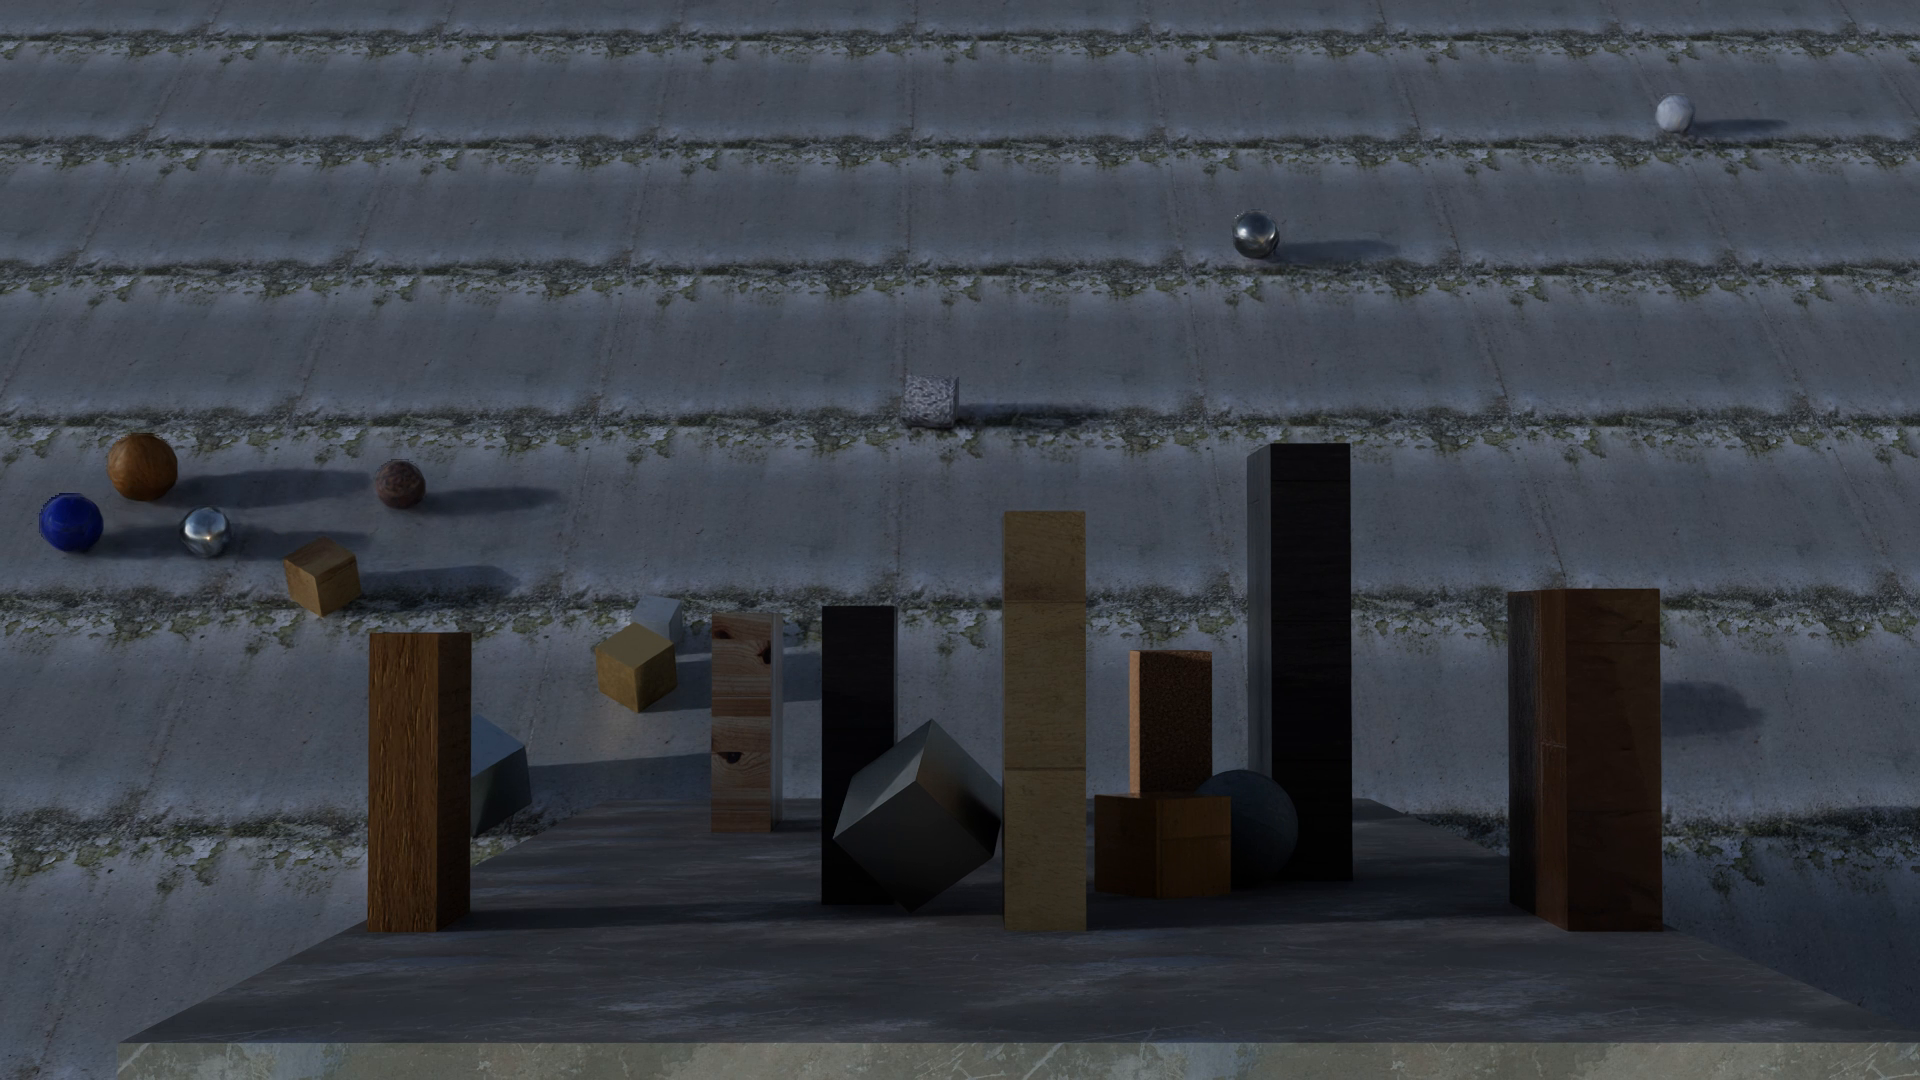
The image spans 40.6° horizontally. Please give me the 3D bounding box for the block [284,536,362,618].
[{"bbox_3d":[-1.881,0.108,7.665,0.149,0.149,0.149,26,43,32],"label":"block"}]

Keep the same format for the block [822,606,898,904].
[{"bbox_3d":[-0.168,0.357,4.392,0.118,0.489,0.272,0,-2,0],"label":"block"}]

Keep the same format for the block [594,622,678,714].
[{"bbox_3d":[-0.910,0.358,7.304,0.156,0.156,0.156,26,43,32],"label":"block"}]

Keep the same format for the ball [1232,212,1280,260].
[{"bbox_3d":[1.066,-1.096,9.355,0.170,0.170,0.170,0,35,0],"label":"ball"}]

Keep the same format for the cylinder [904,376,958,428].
[{"bbox_3d":[-0.094,-0.449,8.444,0.160,0.160,0.160,3,35,4],"label":"cylinder"}]

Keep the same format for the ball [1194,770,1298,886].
[{"bbox_3d":[0.492,0.505,4.562,0.203,0.203,0.203,0,35,0],"label":"ball"}]

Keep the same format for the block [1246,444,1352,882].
[{"bbox_3d":[0.629,0.224,4.839,0.144,0.783,0.380,0,-2,0],"label":"block"}]

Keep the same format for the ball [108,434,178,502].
[{"bbox_3d":[-2.540,-0.222,8.082,0.209,0.209,0.209,0,35,0],"label":"ball"}]

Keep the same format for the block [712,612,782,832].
[{"bbox_3d":[-0.483,0.409,5.921,0.131,0.484,0.387,0,-2,0],"label":"block"}]

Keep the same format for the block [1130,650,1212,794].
[{"bbox_3d":[0.388,0.410,4.805,0.129,0.409,0.293,0,-2,0],"label":"block"}]

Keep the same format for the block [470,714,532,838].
[{"bbox_3d":[-1.284,0.624,6.890,0.197,0.197,0.197,29,44,34],"label":"block"}]

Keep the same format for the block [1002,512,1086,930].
[{"bbox_3d":[0.128,0.274,4.017,0.122,0.628,0.241,0,-2,0],"label":"block"}]

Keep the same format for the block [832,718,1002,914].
[{"bbox_3d":[-0.062,0.438,4.135,0.180,0.180,0.180,-37,17,24],"label":"block"}]

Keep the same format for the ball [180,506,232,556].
[{"bbox_3d":[-2.278,-0.025,7.852,0.152,0.152,0.152,0,35,0],"label":"ball"}]

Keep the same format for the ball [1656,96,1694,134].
[{"bbox_3d":[2.806,-1.671,10.191,0.147,0.147,0.147,0,35,0],"label":"ball"}]

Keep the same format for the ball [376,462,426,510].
[{"bbox_3d":[-1.735,-0.168,8.055,0.152,0.152,0.152,0,35,0],"label":"ball"}]

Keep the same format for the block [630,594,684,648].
[{"bbox_3d":[-0.875,0.245,7.498,0.116,0.116,0.116,8,36,11],"label":"block"}]

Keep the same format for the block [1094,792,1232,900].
[{"bbox_3d":[0.347,0.520,4.448,0.165,0.165,0.165,1,-2,-36],"label":"block"}]

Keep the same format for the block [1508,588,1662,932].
[{"bbox_3d":[0.977,0.335,4.087,0.142,0.512,0.408,0,-2,0],"label":"block"}]

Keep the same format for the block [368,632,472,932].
[{"bbox_3d":[-0.831,0.366,4.008,0.103,0.446,0.265,0,-2,0],"label":"block"}]

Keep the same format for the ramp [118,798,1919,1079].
[{"bbox_3d":[0.078,0.666,4.842,2.000,0.100,4.000,0,-2,0],"label":"ramp"}]

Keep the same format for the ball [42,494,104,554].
[{"bbox_3d":[-2.687,-0.049,7.863,0.178,0.178,0.178,0,35,0],"label":"ball"}]
